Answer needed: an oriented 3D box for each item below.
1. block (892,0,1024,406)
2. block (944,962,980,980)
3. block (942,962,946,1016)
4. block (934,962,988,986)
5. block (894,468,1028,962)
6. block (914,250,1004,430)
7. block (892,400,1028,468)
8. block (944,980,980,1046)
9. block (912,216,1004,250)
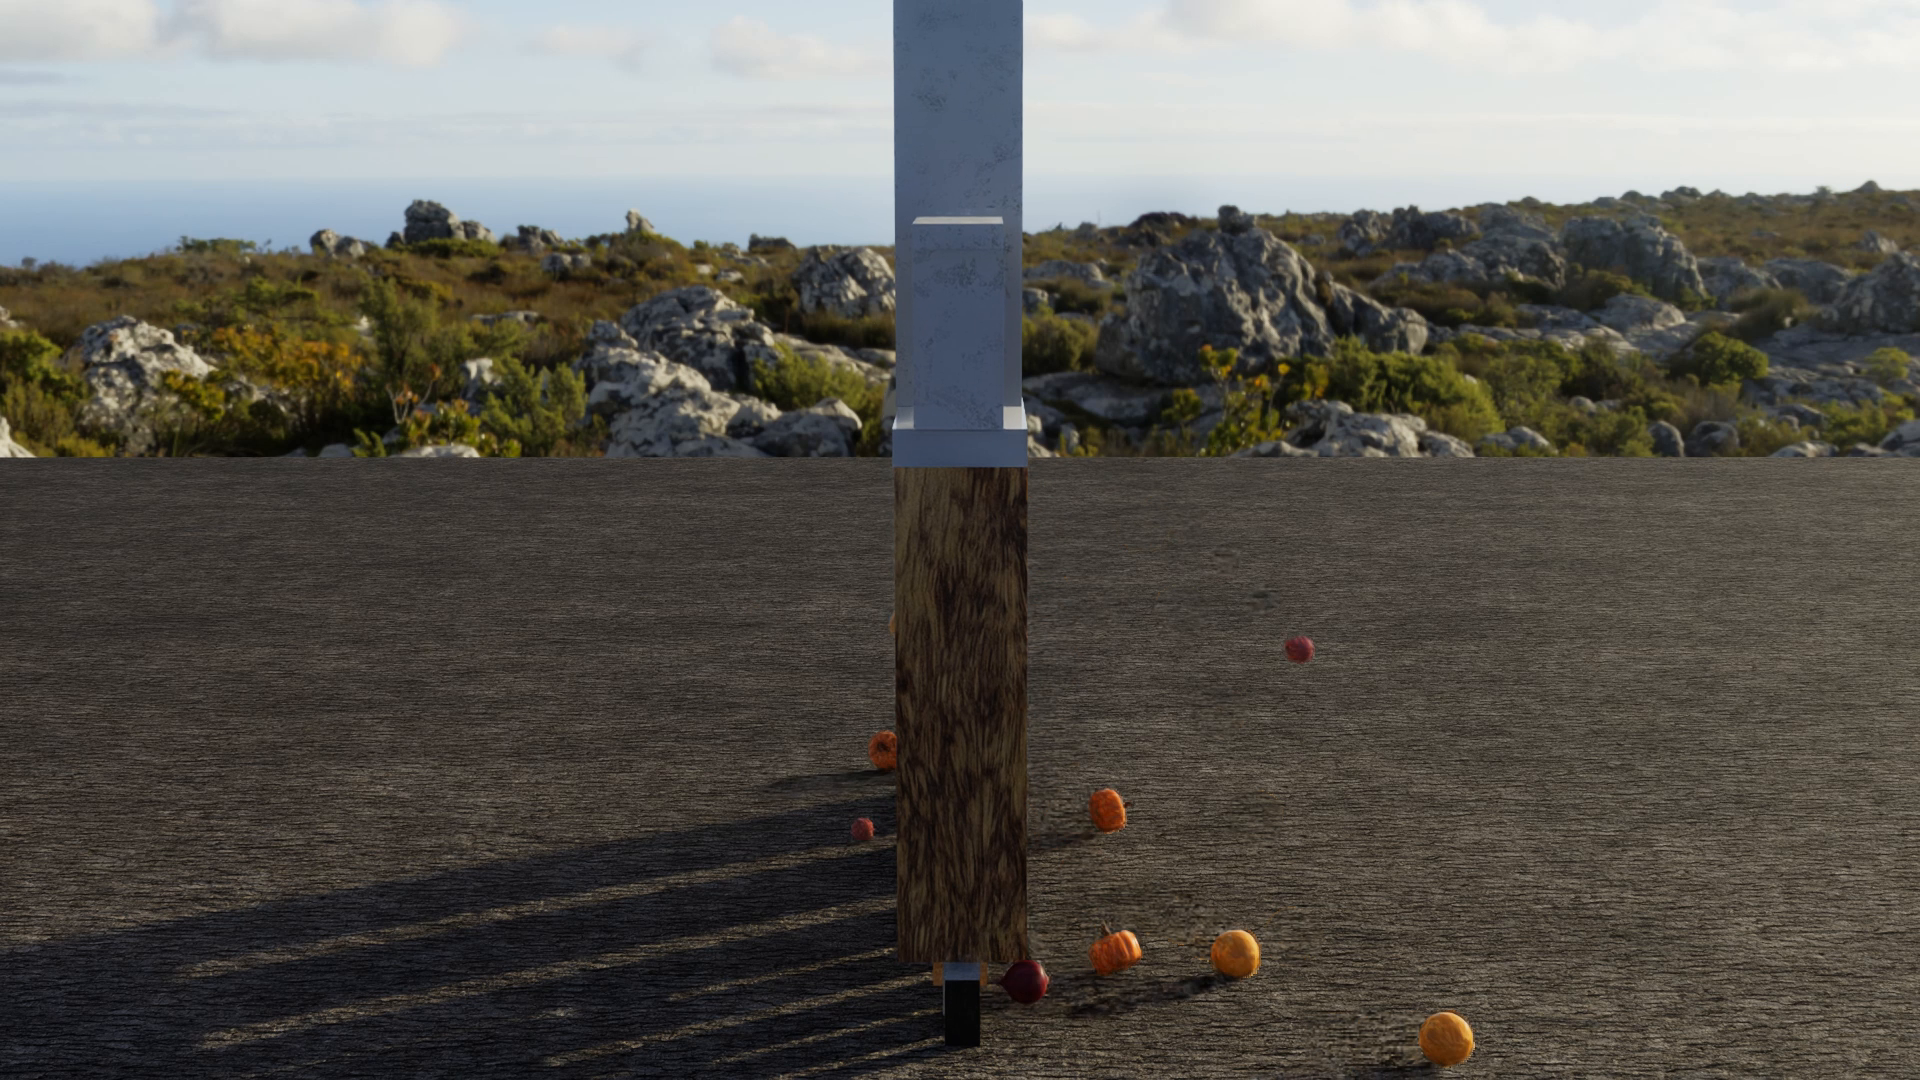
[{"bbox_3d":[-0.002,-0.497,3.113,0.180,0.614,0.051,0,11,0],"label":"block"},{"bbox_3d":[0.004,0.593,3.081,0.049,0.014,0.097,0,10,0],"label":"block"},{"bbox_3d":[0.000,0.634,3.162,0.050,0.099,0.014,0,10,0],"label":"block"},{"bbox_3d":[0.000,0.582,3.270,0.081,0.162,0.023,0,10,-1],"label":"block"},{"bbox_3d":[0.002,0.239,3.032,0.179,0.701,0.051,0,10,0],"label":"block"},{"bbox_3d":[-0.002,-0.265,2.895,0.118,0.236,0.033,0,10,1],"label":"block"},{"bbox_3d":[0.001,-0.154,3.086,0.179,0.051,0.358,0,10,1],"label":"block"},{"bbox_3d":[0.003,0.654,3.058,0.049,0.097,0.014,0,10,0],"label":"block"},{"bbox_3d":[-0.002,-0.412,2.950,0.118,0.033,0.236,0,10,1],"label":"block"}]
